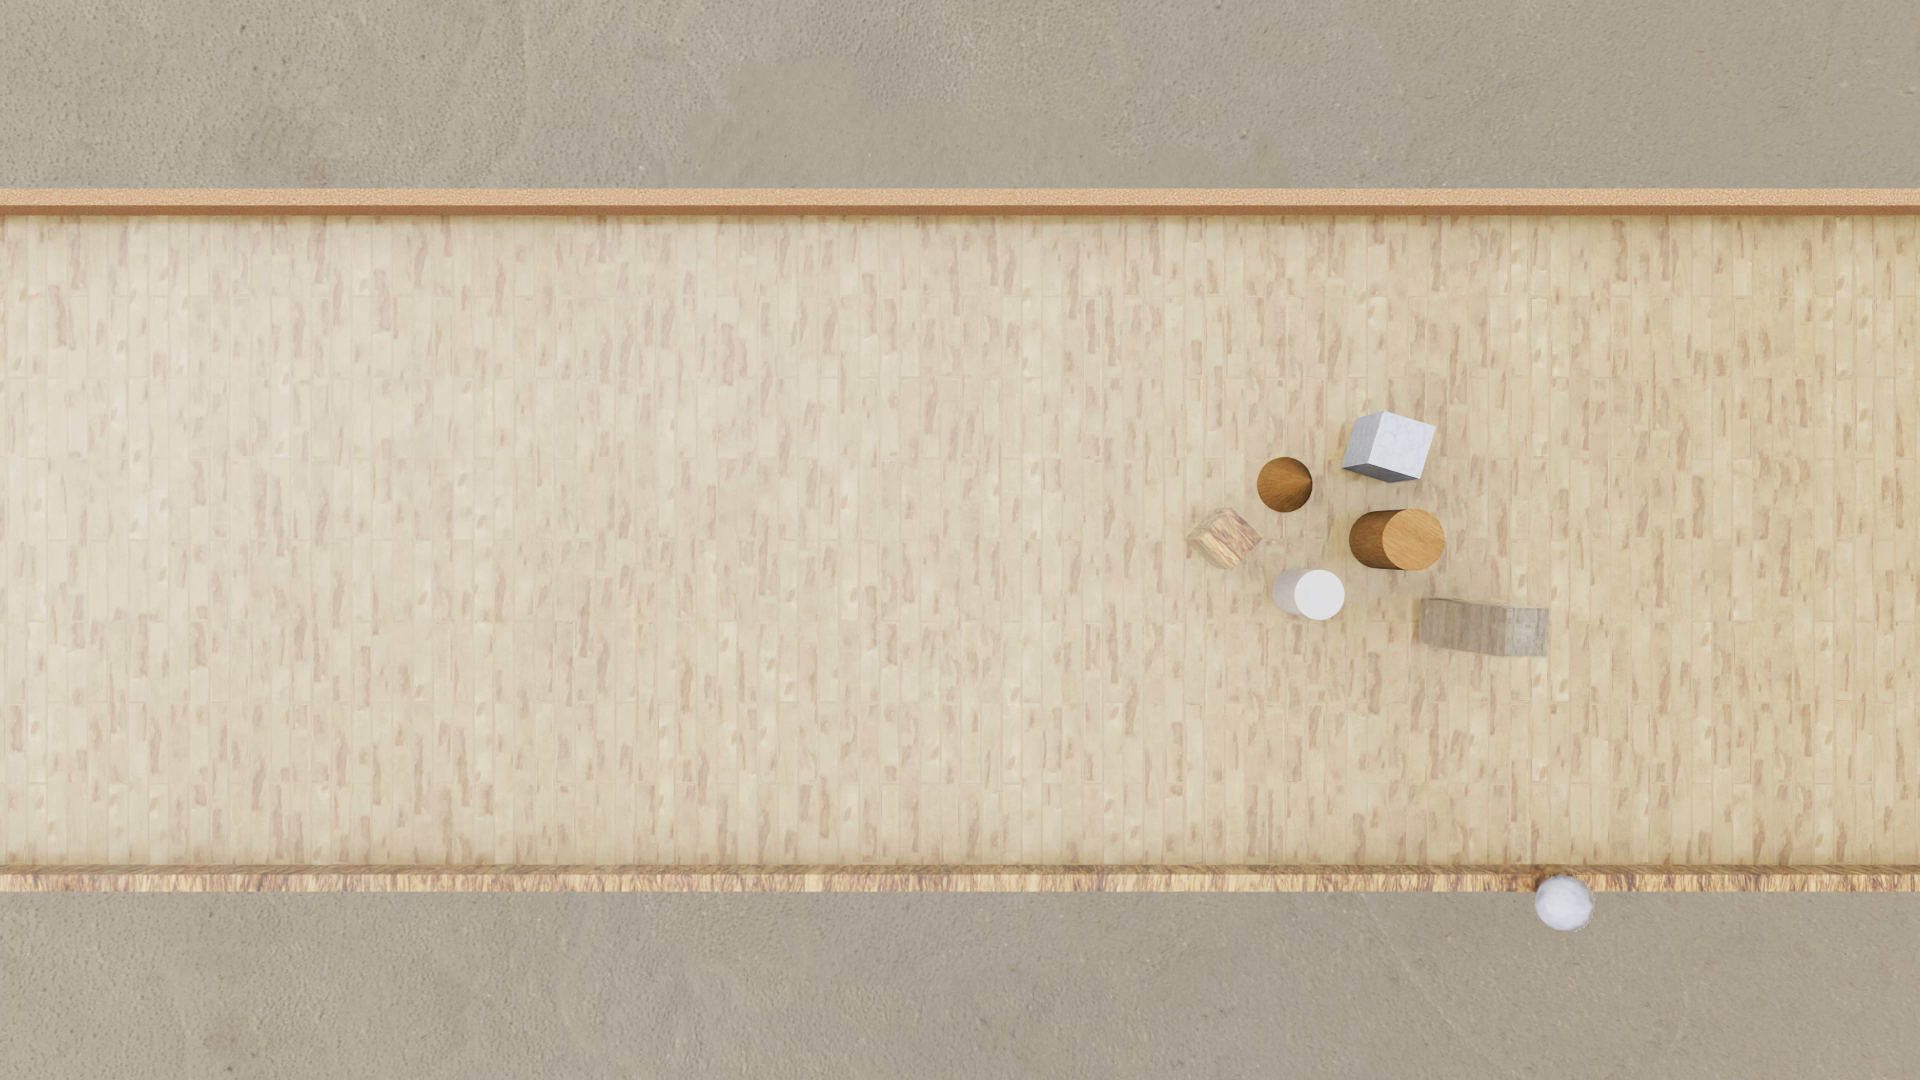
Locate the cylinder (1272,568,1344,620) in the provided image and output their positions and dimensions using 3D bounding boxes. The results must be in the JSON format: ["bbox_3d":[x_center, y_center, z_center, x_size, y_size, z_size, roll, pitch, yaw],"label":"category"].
[{"bbox_3d":[1.033,0.157,4.907,0.144,0.340,0.144,0,90,0],"label":"cylinder"}]

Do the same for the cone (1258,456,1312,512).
[{"bbox_3d":[1.000,-0.170,4.886,0.171,0.381,0.171,0,90,0],"label":"cone"}]

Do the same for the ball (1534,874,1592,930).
[{"bbox_3d":[1.773,1.066,4.847,0.161,0.161,0.161,0,90,0],"label":"ball"}]

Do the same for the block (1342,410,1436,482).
[{"bbox_3d":[1.270,-0.274,4.908,0.157,0.337,0.157,17,90,0],"label":"block"}]

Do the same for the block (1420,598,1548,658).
[{"bbox_3d":[1.534,0.255,4.851,0.139,0.425,0.139,1,91,-18],"label":"block"}]

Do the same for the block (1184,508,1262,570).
[{"bbox_3d":[0.780,-0.004,4.907,0.127,0.340,0.127,44,90,0],"label":"block"}]

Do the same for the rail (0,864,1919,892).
[{"bbox_3d":[-2.247,1.025,5.001,12.000,0.150,0.050,0,90,0],"label":"rail"}]

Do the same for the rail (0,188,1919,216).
[{"bbox_3d":[-2.247,-1.025,5.002,12.000,0.150,0.050,0,90,0],"label":"rail"}]

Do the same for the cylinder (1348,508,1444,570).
[{"bbox_3d":[1.286,-0.001,4.875,0.177,0.402,0.177,0,90,0],"label":"cylinder"}]
